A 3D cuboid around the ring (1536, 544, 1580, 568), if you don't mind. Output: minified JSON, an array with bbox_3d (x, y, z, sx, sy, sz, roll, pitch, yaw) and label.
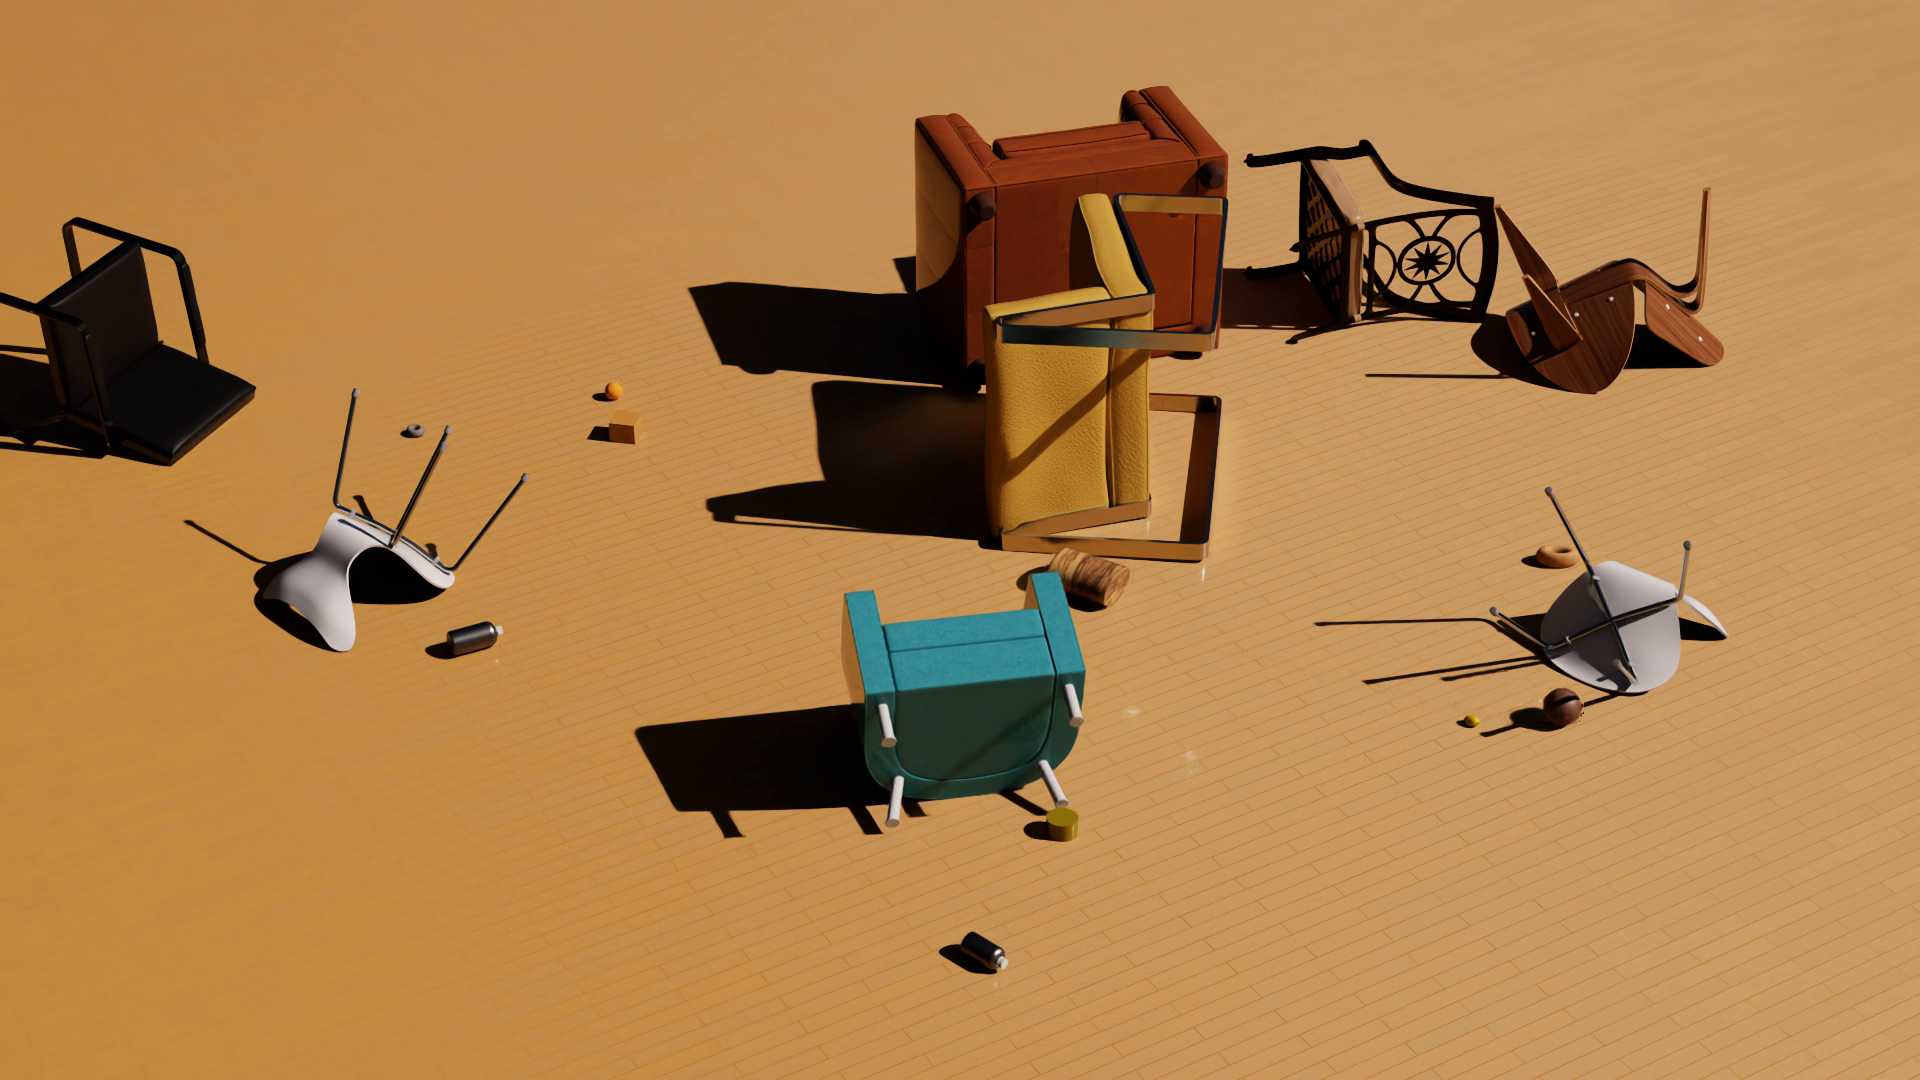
[{"bbox_3d":[2.202,0.060,10.800,0.161,0.060,0.091,2,32,1],"label":"ring"}]

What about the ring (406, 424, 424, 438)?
[{"bbox_3d":[-2.149,-0.431,11.570,0.072,0.033,0.066,16,38,21],"label":"ring"}]

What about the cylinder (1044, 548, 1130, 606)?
[{"bbox_3d":[0.462,0.133,10.631,0.247,0.123,0.192,19,42,26],"label":"cylinder"}]

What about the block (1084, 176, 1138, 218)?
[{"bbox_3d":[0.681,-1.544,13.207,0.132,0.088,0.219,-24,40,-31],"label":"block"}]

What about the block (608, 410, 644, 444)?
[{"bbox_3d":[-1.315,-0.445,11.542,0.103,0.085,0.105,7,34,10],"label":"block"}]

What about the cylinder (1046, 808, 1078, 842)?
[{"bbox_3d":[0.330,0.922,9.486,0.105,0.065,0.094,4,34,6],"label":"cylinder"}]
